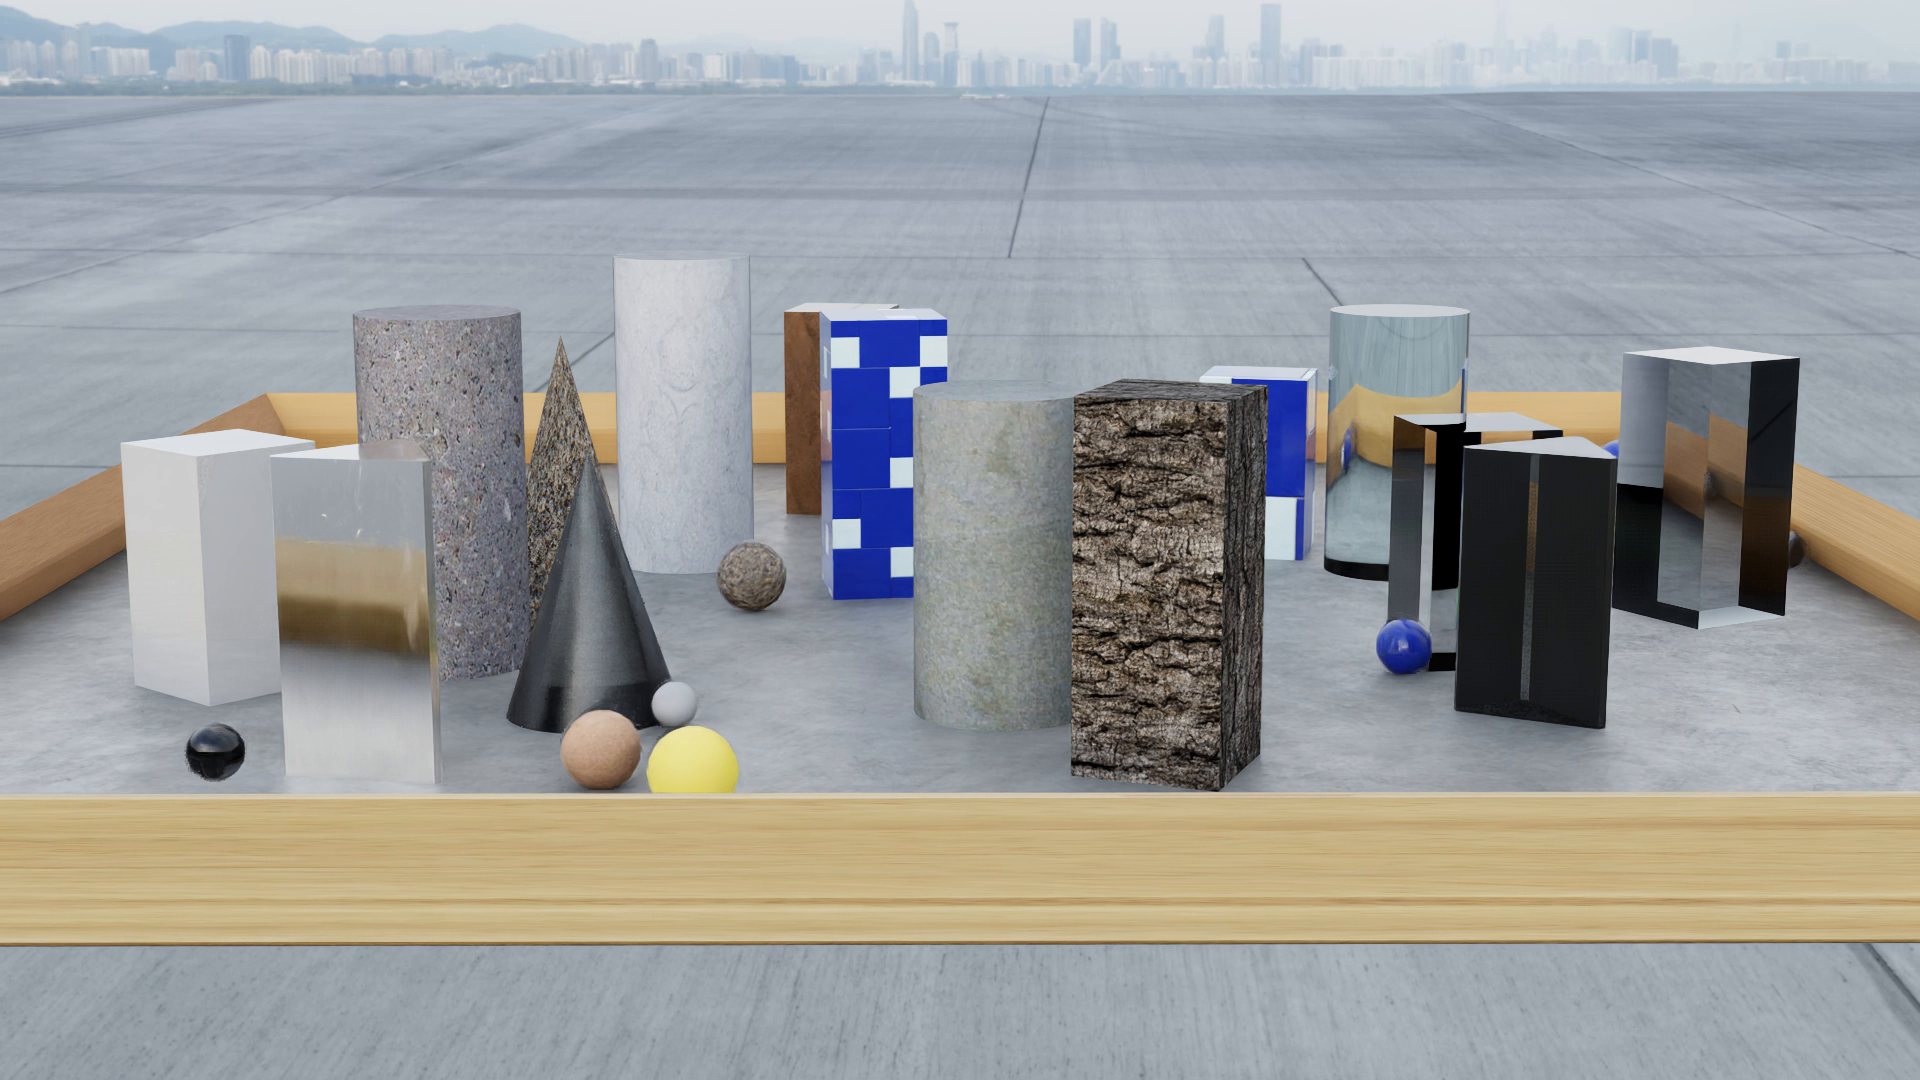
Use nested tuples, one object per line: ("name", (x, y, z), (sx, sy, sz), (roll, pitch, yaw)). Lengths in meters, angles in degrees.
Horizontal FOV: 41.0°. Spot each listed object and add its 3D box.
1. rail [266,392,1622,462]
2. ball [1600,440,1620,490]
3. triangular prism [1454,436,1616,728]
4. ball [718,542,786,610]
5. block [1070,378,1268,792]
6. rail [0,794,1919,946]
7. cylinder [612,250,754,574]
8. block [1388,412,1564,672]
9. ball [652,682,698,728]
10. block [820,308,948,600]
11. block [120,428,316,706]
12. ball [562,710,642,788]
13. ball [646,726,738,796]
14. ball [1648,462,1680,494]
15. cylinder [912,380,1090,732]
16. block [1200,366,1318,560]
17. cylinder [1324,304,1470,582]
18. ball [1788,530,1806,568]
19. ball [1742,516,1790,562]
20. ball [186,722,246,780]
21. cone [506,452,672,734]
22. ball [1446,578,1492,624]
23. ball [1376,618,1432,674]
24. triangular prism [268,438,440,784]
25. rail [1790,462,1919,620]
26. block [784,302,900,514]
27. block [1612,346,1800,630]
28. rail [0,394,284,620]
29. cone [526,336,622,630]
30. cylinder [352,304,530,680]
("rail", (-0.008, -0.204, 4.733), (2.552, 0.129, 0.045), (0, 10, 0))
("ball", (1.144, -0.130, 4.456), (0.087, 0.087, 0.087), (0, 10, 0))
("triangular prism", (0.678, 0.041, 2.932), (0.172, 0.304, 0.149), (6, 12, 30))
("ball", (-0.281, 0.049, 3.472), (0.092, 0.092, 0.092), (0, 10, 0))
("block", (0.219, 0.042, 2.672), (0.159, 0.397, 0.159), (4, 11, 21))
("rail", (0.008, 0.271, 2.164), (2.552, 0.129, 0.045), (0, 10, 0))
("cylinder", (-0.406, -0.192, 3.782), (0.199, 0.453, 0.199), (0, 10, 0))
("block", (0.636, -0.001, 3.186), (0.159, 0.294, 0.159), (-2, 11, -9))
("ball", (-0.318, 0.183, 2.858), (0.052, 0.052, 0.052), (0, 10, 0))
("block", (-0.108, -0.123, 3.596), (0.159, 0.386, 0.159), (-2, 11, -8))
("block", (-0.871, 0.028, 3.037), (0.159, 0.291, 0.159), (9, 14, 41))
("ball", (-0.365, 0.213, 2.617), (0.080, 0.080, 0.080), (0, 10, 0))
("ball", (-0.262, 0.227, 2.516), (0.089, 0.089, 0.089), (0, 10, 0))
("ball", (1.212, -0.108, 4.418), (0.056, 0.056, 0.056), (0, 10, 0))
("cylinder", (0.047, 0.013, 2.907), (0.199, 0.368, 0.199), (0, 10, 0))
("block", (0.452, -0.119, 3.894), (0.159, 0.270, 0.159), (2, 11, 13))
("cylinder", (0.634, -0.144, 3.729), (0.199, 0.379, 0.199), (0, 10, 0))
("ball", (1.209, 0.014, 3.756), (0.058, 0.058, 0.058), (0, 10, 0))
("ball", (1.198, -0.002, 3.816), (0.067, 0.067, 0.067), (0, 10, 0))
("ball", (-0.768, 0.218, 2.646), (0.059, 0.059, 0.059), (0, 10, 0))
("cone", (-0.417, 0.048, 2.901), (0.199, 0.302, 0.199), (0, 10, 0))
("ball", (0.673, 0.081, 3.387), (0.060, 0.060, 0.060), (0, 10, 0))
("ball", (0.537, 0.129, 3.111), (0.067, 0.067, 0.067), (0, 10, 0))
("triangular prism", (-0.604, 0.069, 2.696), (0.172, 0.335, 0.149), (2, 11, 12))
("rail", (1.252, 0.032, 3.456), (0.045, 0.129, 2.661), (0, 10, 0))
("block", (-0.194, -0.219, 4.256), (0.159, 0.333, 0.159), (2, 11, 10))
("block", (0.995, -0.074, 3.432), (0.159, 0.348, 0.159), (-6, 12, -29))
("rail", (-1.252, 0.035, 3.442), (0.045, 0.129, 2.661), (0, 10, 0))
("cone", (-0.525, -0.084, 3.405), (0.199, 0.379, 0.199), (0, 10, 0))
("cylinder", (-0.631, -0.062, 3.136), (0.199, 0.433, 0.199), (0, 10, 0))
